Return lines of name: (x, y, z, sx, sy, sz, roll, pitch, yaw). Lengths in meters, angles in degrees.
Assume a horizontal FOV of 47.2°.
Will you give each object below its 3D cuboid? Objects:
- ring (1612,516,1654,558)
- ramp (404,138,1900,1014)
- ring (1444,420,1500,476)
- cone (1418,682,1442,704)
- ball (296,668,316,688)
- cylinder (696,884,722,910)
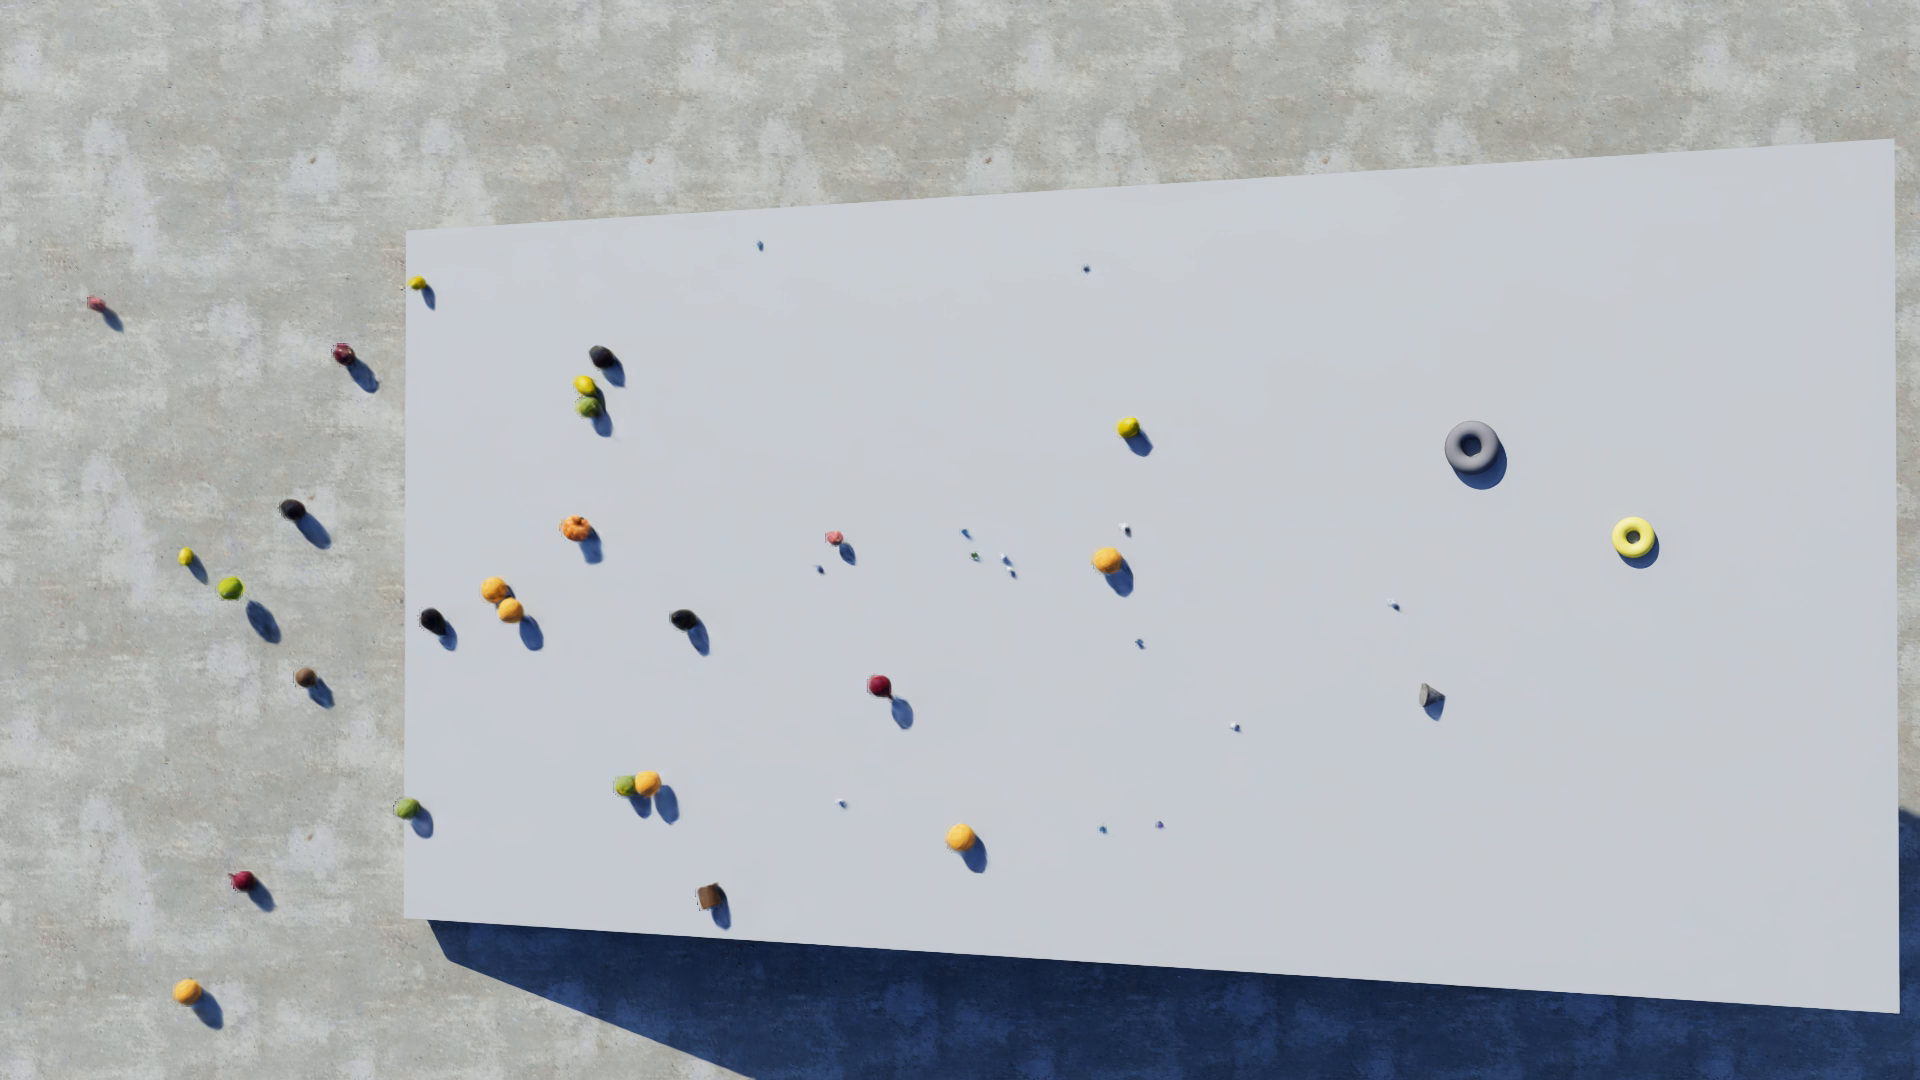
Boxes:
ring: (1.596, -0.006, 5.212, 0.098, 0.033, 0.098, -1, 88, 19)
ramp: (0.281, 0.089, 5.761, 4.000, 0.100, 2.000, 0, 89, 20)
ring: (1.243, -0.224, 5.337, 0.133, 0.044, 0.133, -1, 88, 21)
cone: (1.159, 0.379, 5.369, 0.057, 0.057, 0.057, 17, 89, -25)
ball: (-1.922, 0.404, 6.461, 0.058, 0.058, 0.058, 0, 89, 0)
cylinder: (-0.686, 0.975, 6.017, 0.057, 0.057, 0.057, -15, 84, 0)
